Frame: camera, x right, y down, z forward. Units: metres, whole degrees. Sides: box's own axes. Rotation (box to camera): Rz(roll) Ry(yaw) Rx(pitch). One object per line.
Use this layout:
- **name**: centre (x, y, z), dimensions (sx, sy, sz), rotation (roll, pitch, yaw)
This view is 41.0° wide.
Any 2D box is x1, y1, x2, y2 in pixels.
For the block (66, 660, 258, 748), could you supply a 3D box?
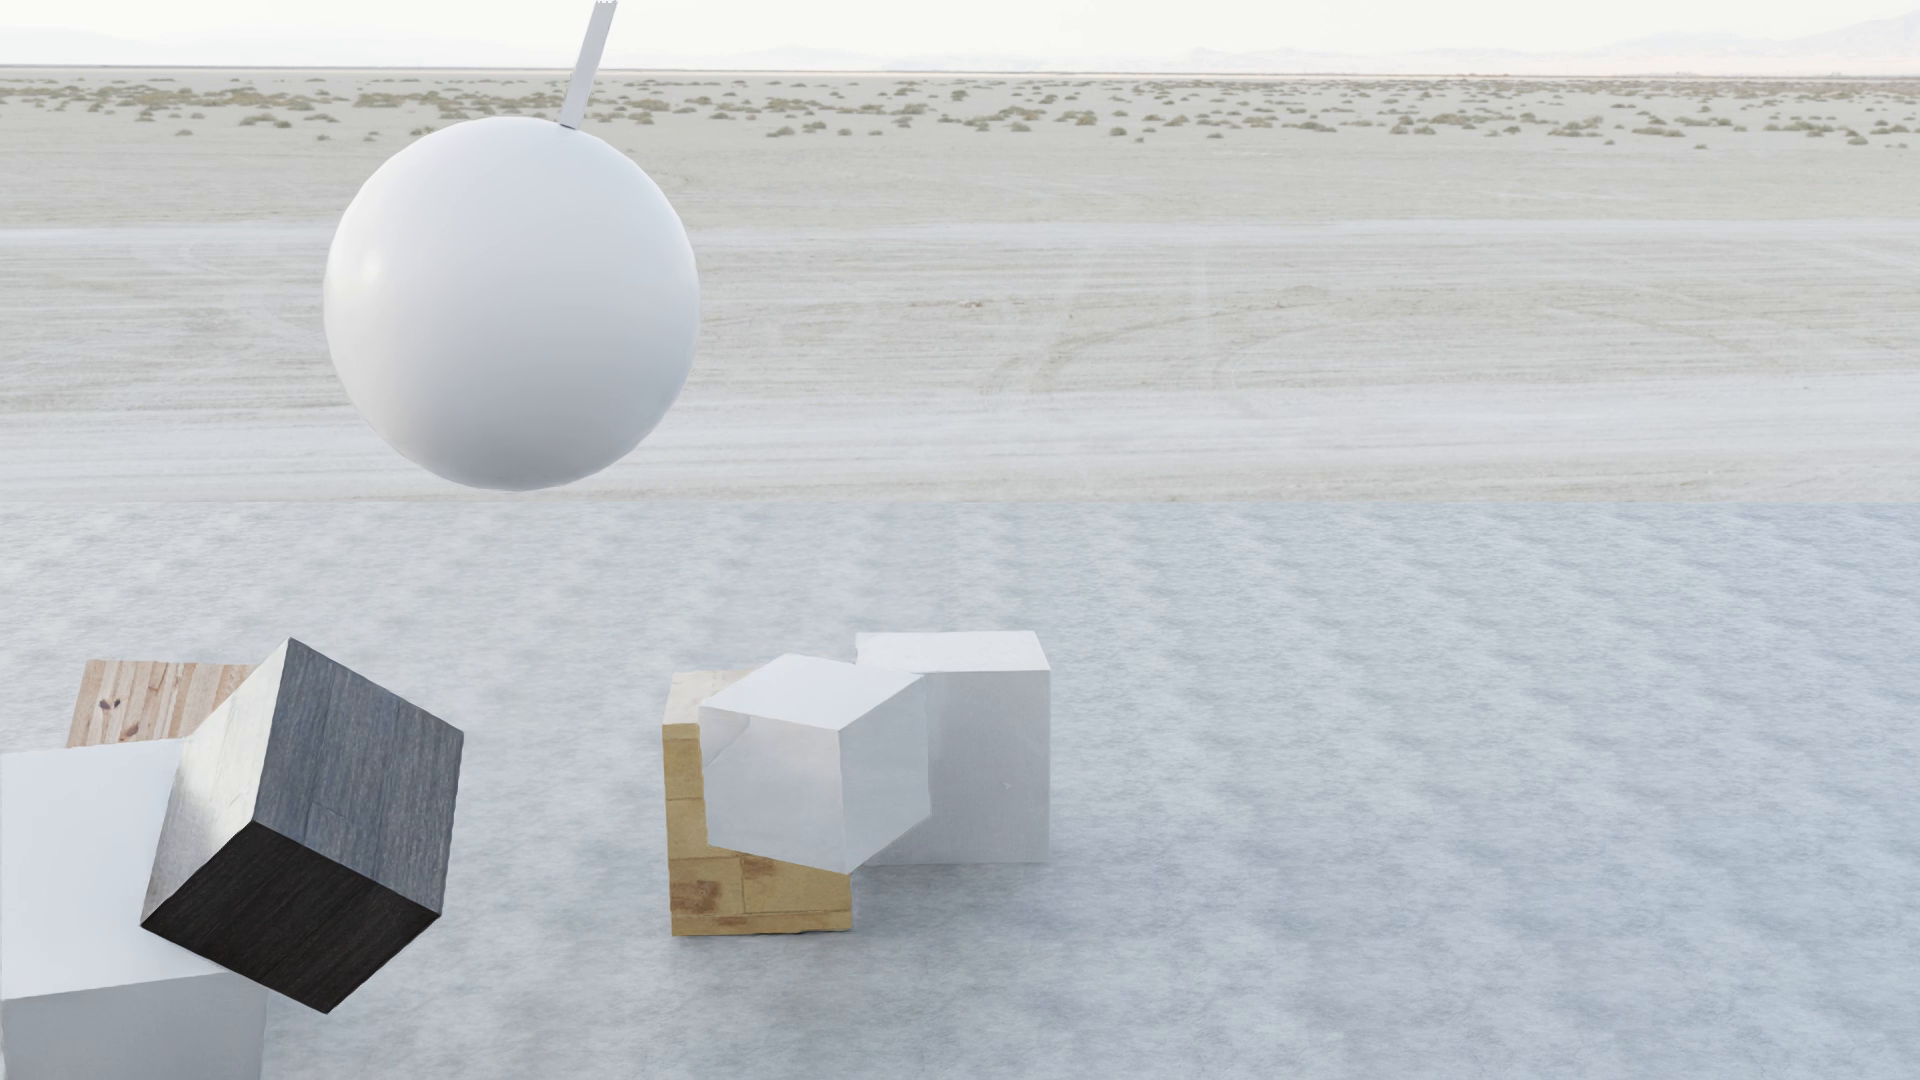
- **block**: centre (-3.336, 1.013, 11.099), dimensions (0.780, 0.741, 0.743), rotation (1, -25, 8)

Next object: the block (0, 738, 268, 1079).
- **block**: centre (-2.849, 1.324, 8.741), dimensions (0.820, 0.874, 0.926), rotation (-4, 52, -21)

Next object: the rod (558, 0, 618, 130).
- **rod**: centre (-0.828, -4.177, 10.421), dimensions (0.080, 5.200, 0.080), rotation (18, 10, -3)

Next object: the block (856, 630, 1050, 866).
- **block**: centre (-0.046, 0.948, 11.862), dimensions (0.852, 0.891, 0.816), rotation (-1, 10, -4)

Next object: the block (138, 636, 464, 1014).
- **block**: centre (-2.121, 0.929, 8.345), dimensions (0.693, 0.636, 0.807), rotation (34, 31, -29)

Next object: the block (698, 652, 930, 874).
- **block**: centre (-0.483, 0.737, 8.589), dimensions (0.548, 0.504, 0.531), rotation (8, 21, 29)

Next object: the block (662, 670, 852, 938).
- **block**: centre (-0.854, 1.096, 10.955), dimensions (0.741, 0.905, 0.916), rotation (-2, 10, -3)

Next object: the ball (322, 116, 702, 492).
- **ball**: centre (-1.911, -1.006, 10.997), dimensions (1.600, 1.600, 1.600), rotation (0, 10, 0)
